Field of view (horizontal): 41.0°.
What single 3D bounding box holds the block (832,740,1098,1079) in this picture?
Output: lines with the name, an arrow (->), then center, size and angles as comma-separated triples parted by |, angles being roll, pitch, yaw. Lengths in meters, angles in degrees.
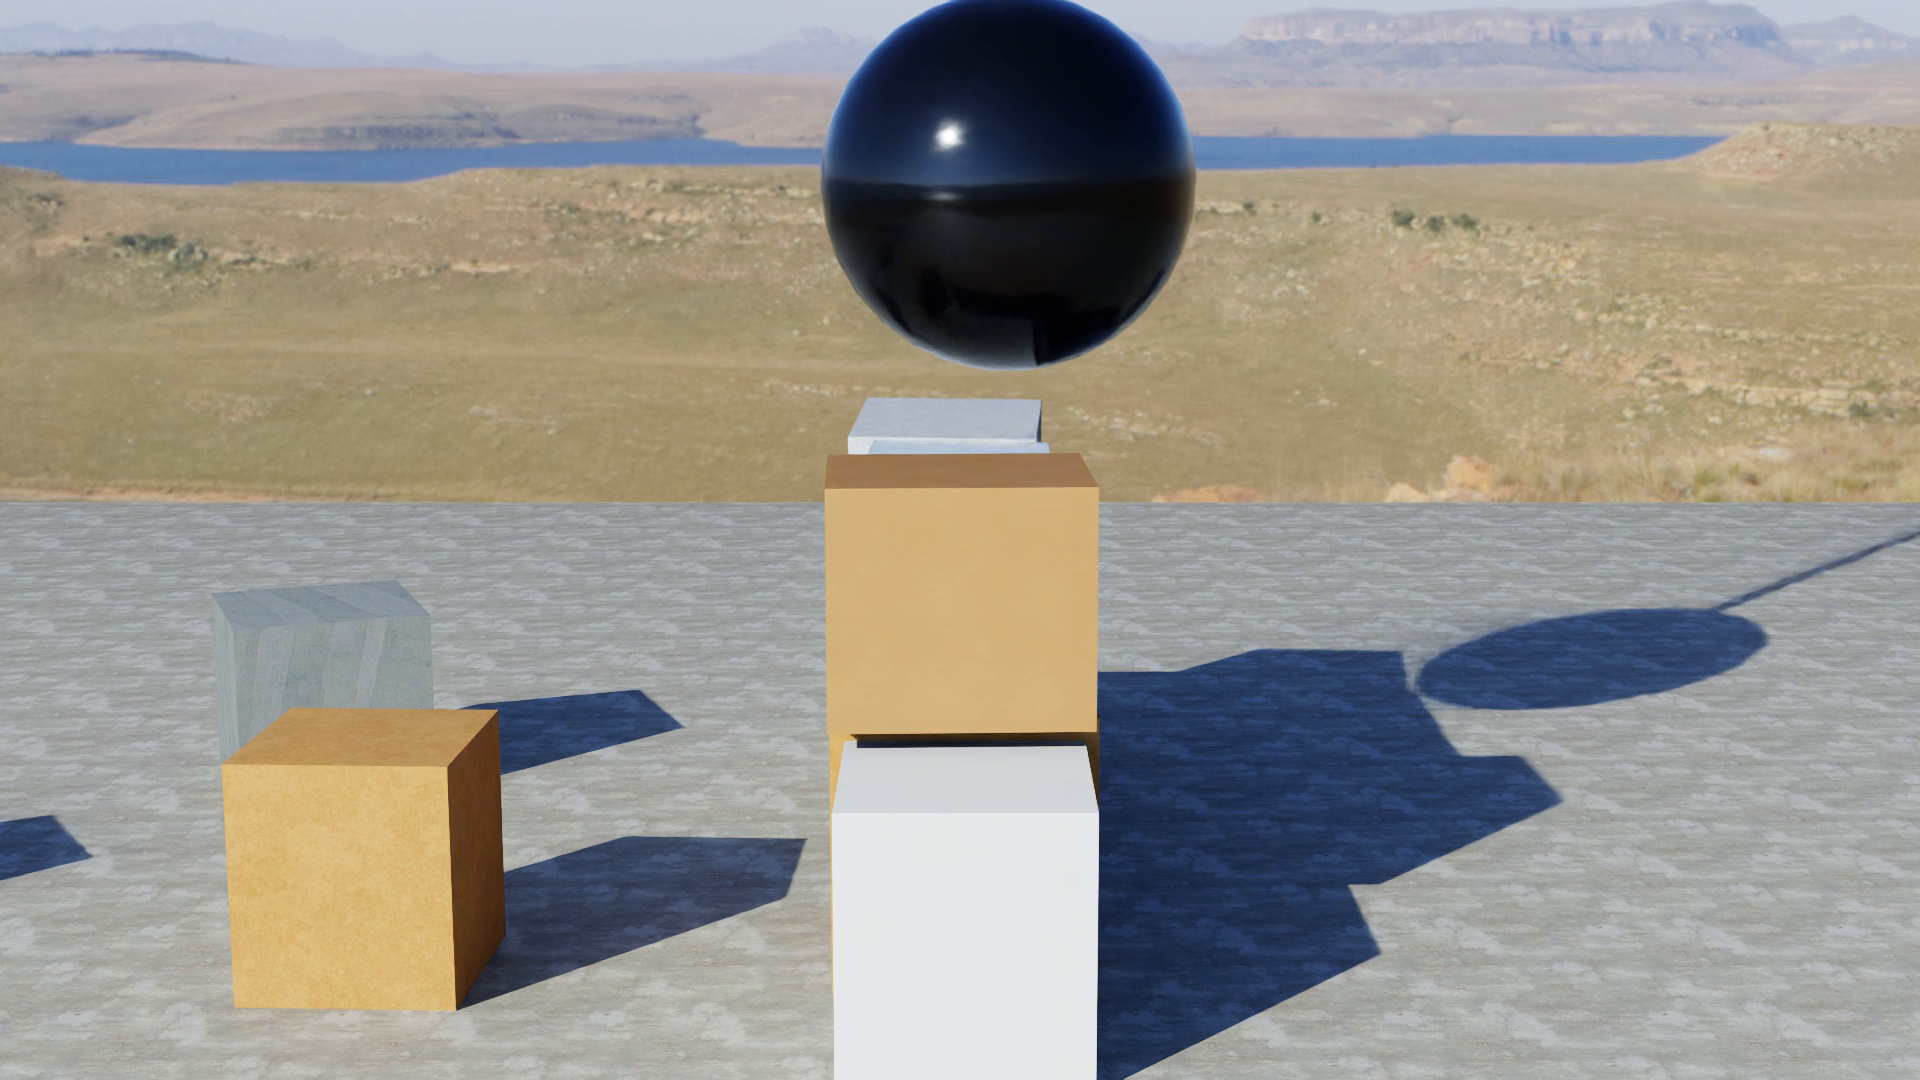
block -> 0.019, 1.345, 9.343 | 0.913, 1.011, 0.971 | 0, 10, 0

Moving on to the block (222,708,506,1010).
block -> -2.320, 1.235, 10.098 | 0.852, 0.956, 0.873 | 0, 10, 2

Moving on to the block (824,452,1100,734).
block -> -0.008, 0.186, 9.843 | 1.000, 0.919, 0.859 | 0, 10, -2

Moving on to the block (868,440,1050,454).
block -> -0.011, 0.060, 11.542 | 0.813, 0.901, 0.894 | 1, 9, 1

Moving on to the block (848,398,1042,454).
block -> -0.057, -0.137, 12.502 | 0.875, 0.937, 0.953 | 1, 14, 3

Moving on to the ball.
ball -> 0.204, -1.518, 10.904 | 1.600, 1.600, 1.600 | 0, 10, 0

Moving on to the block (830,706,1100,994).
block -> 0.017, 1.123, 10.326 | 1.026, 1.097, 1.023 | 0, 10, 0

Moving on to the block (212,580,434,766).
block -> -3.201, 0.759, 12.882 | 0.935, 0.897, 0.949 | -4, 11, -22
